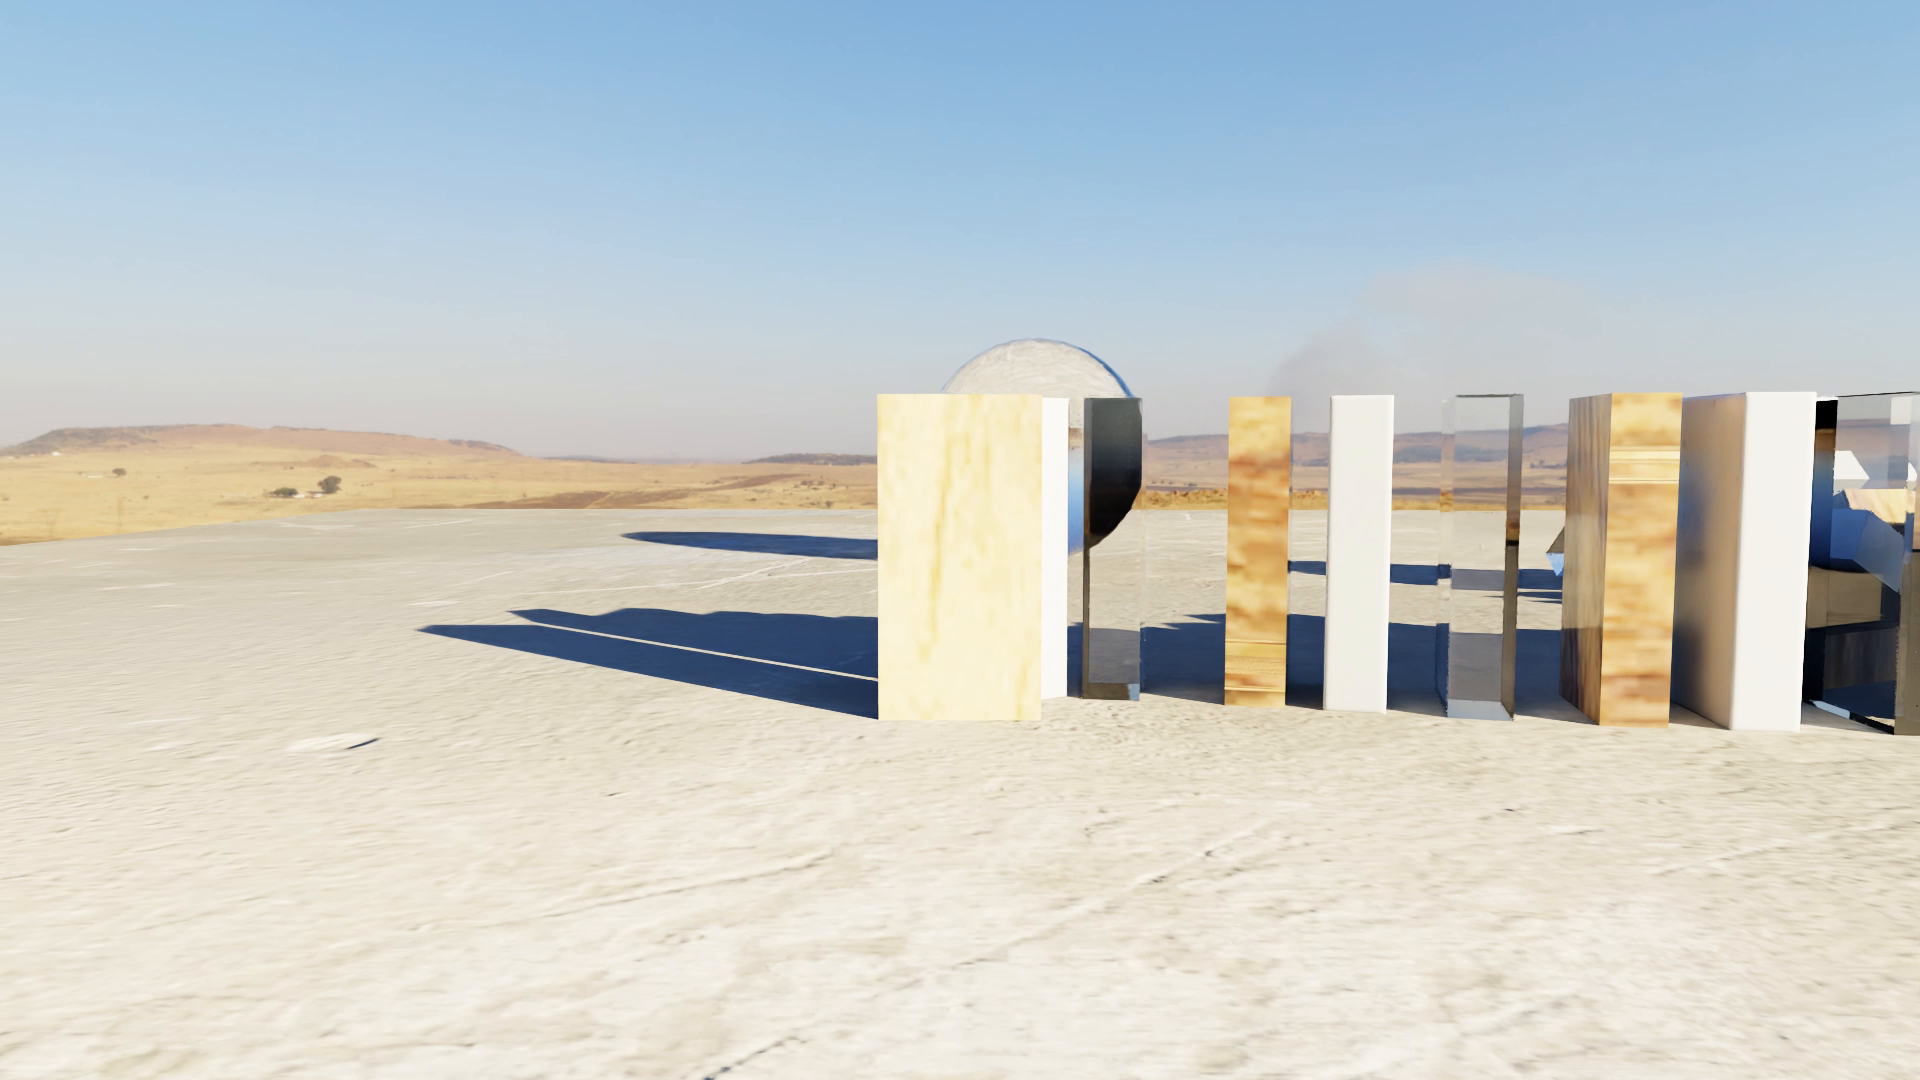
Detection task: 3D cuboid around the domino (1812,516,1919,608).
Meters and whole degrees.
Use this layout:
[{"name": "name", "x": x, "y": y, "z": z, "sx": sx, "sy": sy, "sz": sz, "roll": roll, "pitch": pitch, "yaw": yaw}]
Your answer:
[{"name": "domino", "x": 0.234, "y": 0.003, "z": 0.308, "sx": 0.025, "sy": 0.010, "sz": 0.050, "roll": 1, "pitch": -24, "yaw": -8}]

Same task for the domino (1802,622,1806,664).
[{"name": "domino", "x": 0.158, "y": 0.020, "z": 0.236, "sx": 0.050, "sy": 0.010, "sz": 0.025, "roll": -2, "pitch": 5, "yaw": -27}]

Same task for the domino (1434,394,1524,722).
[{"name": "domino", "x": 0.084, "y": 0.002, "z": 0.208, "sx": 0.010, "sy": 0.050, "sz": 0.025, "roll": 1, "pitch": 4, "yaw": 16}]

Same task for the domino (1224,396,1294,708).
[{"name": "domino", "x": 0.051, "y": 0.001, "z": 0.218, "sx": 0.009, "sy": 0.050, "sz": 0.025, "roll": 1, "pitch": 4, "yaw": 16}]

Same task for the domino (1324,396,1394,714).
[{"name": "domino", "x": 0.066, "y": 0.002, "z": 0.214, "sx": 0.010, "sy": 0.050, "sz": 0.025, "roll": 1, "pitch": 4, "yaw": 17}]

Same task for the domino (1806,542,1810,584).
[{"name": "domino", "x": 0.179, "y": 0.009, "z": 0.245, "sx": 0.050, "sy": 0.010, "sz": 0.025, "roll": 26, "pitch": -8, "yaw": -24}]

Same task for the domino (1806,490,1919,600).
[{"name": "domino", "x": 0.228, "y": 0.002, "z": 0.329, "sx": 0.025, "sy": 0.009, "sz": 0.050, "roll": -1, "pitch": -23, "yaw": -7}]

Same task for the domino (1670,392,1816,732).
[{"name": "domino", "x": 0.121, "y": 0.003, "z": 0.200, "sx": 0.010, "sy": 0.050, "sz": 0.025, "roll": 1, "pitch": 4, "yaw": 8}]

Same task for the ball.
[{"name": "ball", "x": 0.027, "y": -0.032, "z": 0.459, "sx": 0.080, "sy": 0.080, "sz": 0.080, "roll": 0, "pitch": 4, "yaw": 0}]

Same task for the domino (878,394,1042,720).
[{"name": "domino", "x": 0.000, "y": 0.002, "z": 0.201, "sx": 0.025, "sy": 0.050, "sz": 0.010, "roll": 0, "pitch": 4, "yaw": 0}]

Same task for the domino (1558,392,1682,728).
[{"name": "domino", "x": 0.104, "y": 0.002, "z": 0.203, "sx": 0.009, "sy": 0.050, "sz": 0.025, "roll": 1, "pitch": 4, "yaw": 12}]

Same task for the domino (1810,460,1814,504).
[{"name": "domino", "x": 0.222, "y": -0.004, "z": 0.346, "sx": 0.025, "sy": 0.009, "sz": 0.050, "roll": -1, "pitch": -38, "yaw": -7}]

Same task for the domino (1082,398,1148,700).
[{"name": "domino", "x": 0.027, "y": 0.001, "z": 0.224, "sx": 0.010, "sy": 0.050, "sz": 0.025, "roll": 1, "pitch": 4, "yaw": 10}]

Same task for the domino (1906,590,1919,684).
[{"name": "domino", "x": 0.182, "y": 0.001, "z": 0.222, "sx": 0.025, "sy": 0.050, "sz": 0.010, "roll": -1, "pitch": 9, "yaw": -13}]

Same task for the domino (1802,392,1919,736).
[{"name": "domino", "x": 0.143, "y": 0.003, "z": 0.198, "sx": 0.009, "sy": 0.050, "sz": 0.025, "roll": 0, "pitch": 4, "yaw": 6}]

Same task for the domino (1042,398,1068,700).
[{"name": "domino", "x": 0.007, "y": 0.001, "z": 0.223, "sx": 0.009, "sy": 0.050, "sz": 0.025, "roll": -3, "pitch": 5, "yaw": -34}]

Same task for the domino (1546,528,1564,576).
[{"name": "domino", "x": 0.207, "y": -0.008, "z": 0.399, "sx": 0.025, "sy": 0.050, "sz": 0.009, "roll": -1, "pitch": 49, "yaw": -7}]
